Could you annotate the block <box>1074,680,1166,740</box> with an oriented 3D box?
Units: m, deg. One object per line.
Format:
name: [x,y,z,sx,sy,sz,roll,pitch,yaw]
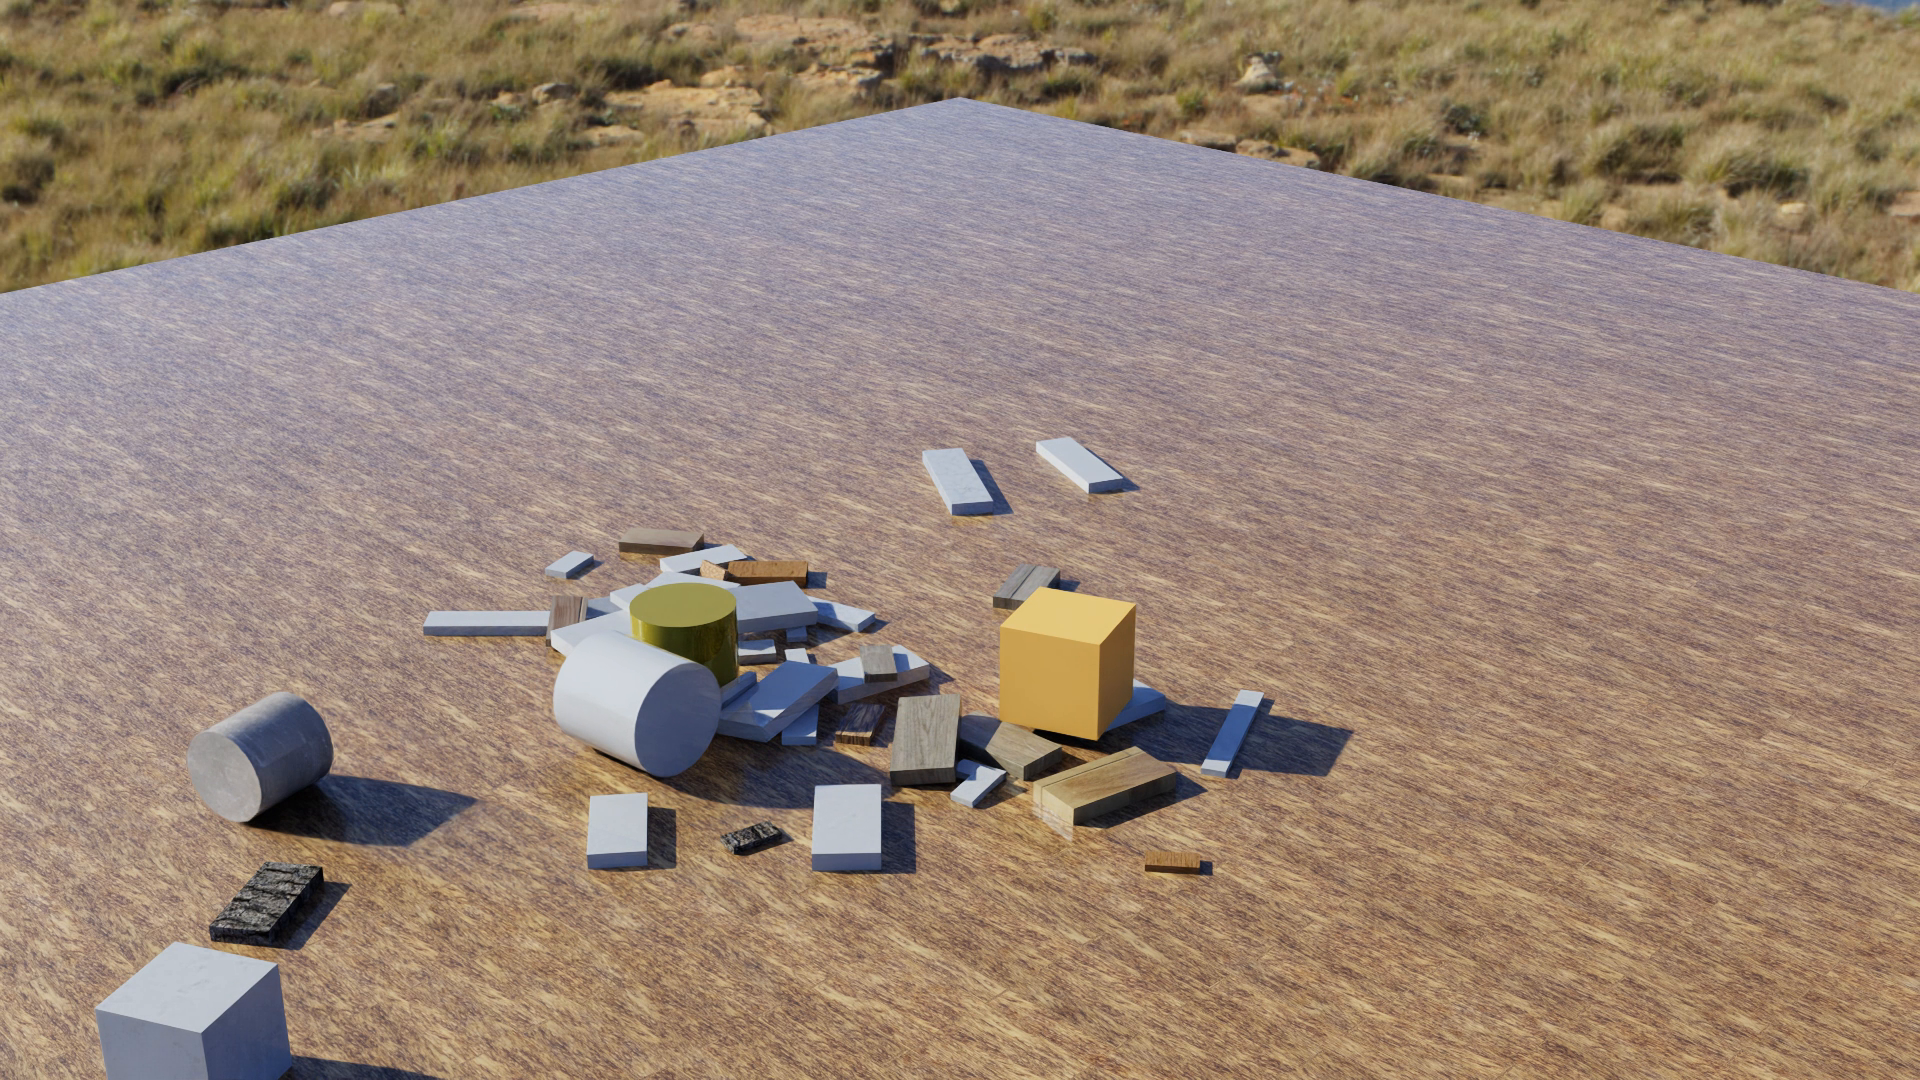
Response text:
block: [0.321,0.369,4.846,0.244,0.035,0.122,-17,28,-34]

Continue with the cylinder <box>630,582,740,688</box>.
cylinder: [-0.608,0.249,4.873,0.235,0.235,0.235,0,23,0]

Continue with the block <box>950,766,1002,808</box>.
block: [0.034,0.507,4.523,0.054,0.015,0.109,16,37,32]

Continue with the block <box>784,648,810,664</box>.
block: [-0.376,0.278,5.088,0.047,0.013,0.094,-4,23,-10]

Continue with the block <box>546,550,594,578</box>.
block: [-0.992,0.063,5.590,0.063,0.018,0.125,10,25,23]

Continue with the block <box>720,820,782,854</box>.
block: [-0.413,0.589,4.354,0.109,0.015,0.054,-15,27,-31]

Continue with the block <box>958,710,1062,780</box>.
block: [0.085,0.436,4.689,0.244,0.035,0.122,20,30,39]

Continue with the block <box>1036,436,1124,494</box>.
block: [0.336,-0.214,6.227,0.106,0.030,0.354,-9,25,-20]

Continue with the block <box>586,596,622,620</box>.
block: [-0.879,0.171,5.300,0.137,0.019,0.068,-9,39,-29]

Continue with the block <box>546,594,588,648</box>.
block: [-0.931,0.194,5.213,0.084,0.024,0.168,4,36,-7]

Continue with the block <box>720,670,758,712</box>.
block: [-0.500,0.351,4.840,0.021,0.074,0.148,14,27,30]

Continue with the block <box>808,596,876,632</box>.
block: [-0.340,0.171,5.330,0.270,0.022,0.076,13,26,28]

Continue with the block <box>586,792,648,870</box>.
block: [-0.678,0.575,4.363,0.115,0.033,0.230,-3,23,-6]

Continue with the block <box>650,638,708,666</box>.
block: [-0.650,0.262,5.086,0.068,0.019,0.137,7,13,-45]

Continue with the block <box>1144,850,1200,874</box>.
block: [0.412,0.626,4.267,0.105,0.015,0.053,2,23,6]

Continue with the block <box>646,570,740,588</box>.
block: [-0.659,0.125,5.427,0.212,0.030,0.106,10,25,21]

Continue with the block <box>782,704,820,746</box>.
block: [-0.347,0.402,4.786,0.074,0.021,0.148,0,23,-1]

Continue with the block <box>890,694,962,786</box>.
block: [-0.070,0.421,4.658,0.134,0.038,0.268,-4,30,6]

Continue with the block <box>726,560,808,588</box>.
block: [-0.483,0.085,5.523,0.198,0.028,0.099,0,23,0]

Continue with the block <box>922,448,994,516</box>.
block: [-0.009,-0.165,6.108,0.115,0.033,0.414,-5,23,-11]

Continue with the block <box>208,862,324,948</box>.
block: [-1.296,0.680,4.117,0.115,0.033,0.230,4,23,9]

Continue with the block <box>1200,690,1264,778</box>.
block: [0.592,0.416,4.761,0.053,0.015,0.384,8,24,18]

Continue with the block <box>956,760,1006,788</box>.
block: [0.039,0.487,4.593,0.105,0.015,0.053,13,26,29]

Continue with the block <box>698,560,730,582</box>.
block: [-0.616,0.086,5.496,0.013,0.047,0.095,5,13,-46]

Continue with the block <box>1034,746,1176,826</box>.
block: [0.298,0.504,4.525,0.268,0.038,0.134,-15,27,-32]

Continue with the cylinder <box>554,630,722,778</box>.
cylinder: [-0.680,0.343,4.636,0.249,0.249,0.249,18,29,36]

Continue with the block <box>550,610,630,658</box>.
block: [-0.771,0.212,5.154,0.346,0.039,0.138,-17,31,-36]

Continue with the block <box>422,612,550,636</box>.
block: [-1.113,0.199,5.262,0.324,0.024,0.084,0,23,0]

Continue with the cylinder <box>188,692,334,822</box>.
cylinder: [-1.420,0.440,4.468,0.200,0.200,0.200,12,26,27]

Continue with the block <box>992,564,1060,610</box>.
block: [0.166,0.119,5.442,0.106,0.030,0.212,8,24,18]

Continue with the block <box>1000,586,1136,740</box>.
block: [0.233,0.264,4.761,0.225,0.225,0.225,10,25,22]

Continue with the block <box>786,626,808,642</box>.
block: [-0.391,0.216,5.235,0.047,0.013,0.094,-3,23,-7]

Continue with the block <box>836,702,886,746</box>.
block: [-0.215,0.401,4.789,0.076,0.022,0.152,5,23,11]

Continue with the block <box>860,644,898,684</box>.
block: [-0.186,0.280,4.985,0.074,0.021,0.148,-3,23,-6]

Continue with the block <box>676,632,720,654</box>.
block: [-0.634,0.236,5.182,0.125,0.018,0.063,15,27,32]

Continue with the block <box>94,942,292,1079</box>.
block: [-1.247,0.812,3.589,0.201,0.201,0.201,8,24,17]

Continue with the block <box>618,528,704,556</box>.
block: [-0.775,0.006,5.711,0.198,0.028,0.099,4,23,10]

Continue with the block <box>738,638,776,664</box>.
block: [-0.507,0.262,5.117,0.152,0.022,0.076,-4,23,-9]

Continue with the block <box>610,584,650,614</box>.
block: [-0.746,0.153,5.210,0.084,0.024,0.168,-18,31,-38]

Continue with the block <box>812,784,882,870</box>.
block: [-0.223,0.569,4.370,0.134,0.038,0.268,-1,23,-2]

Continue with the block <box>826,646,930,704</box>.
block: [-0.205,0.305,4.997,0.244,0.035,0.122,-15,27,-31]

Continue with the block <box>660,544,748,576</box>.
block: [-0.651,0.059,5.586,0.198,0.028,0.099,-12,26,-26]

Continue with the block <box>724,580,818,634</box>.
block: [-0.491,0.163,5.227,0.276,0.039,0.138,-6,34,-32]

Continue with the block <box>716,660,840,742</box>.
block: [-0.401,0.352,4.830,0.138,0.039,0.276,7,28,33]
